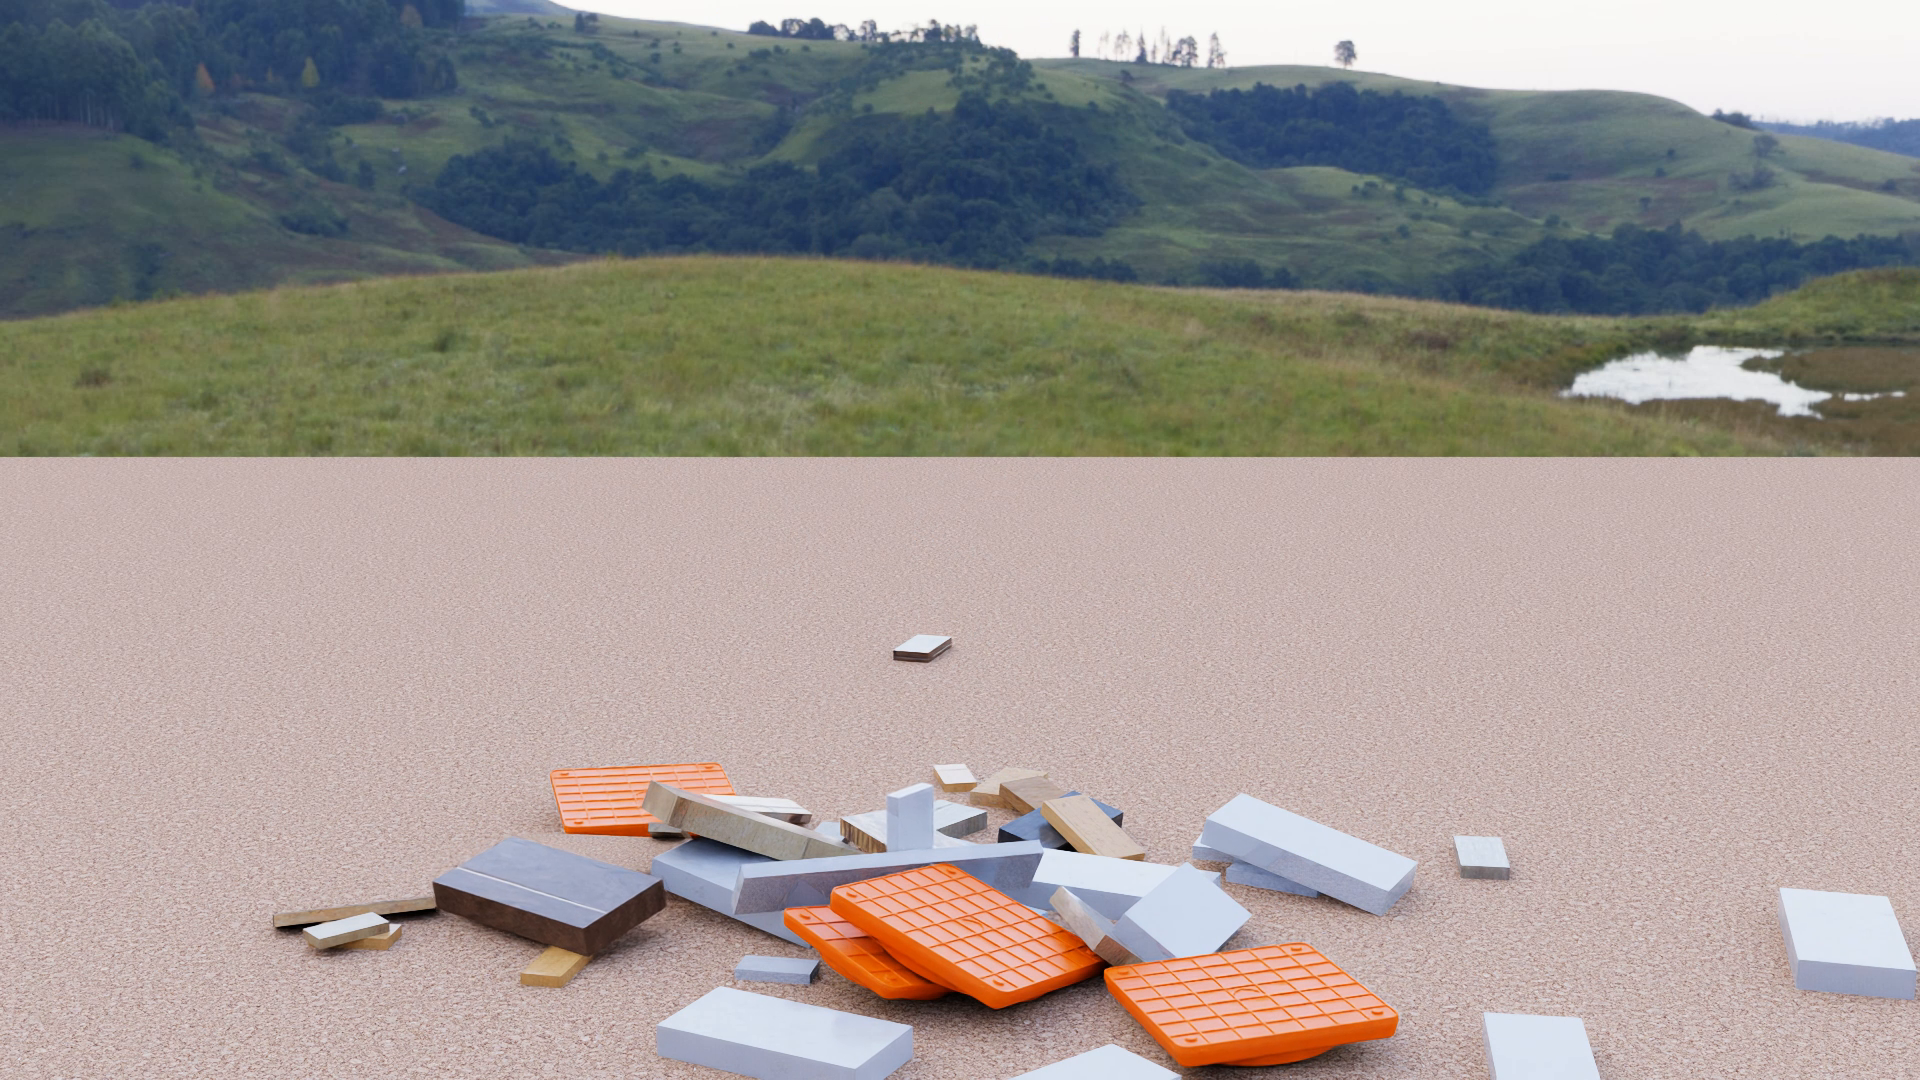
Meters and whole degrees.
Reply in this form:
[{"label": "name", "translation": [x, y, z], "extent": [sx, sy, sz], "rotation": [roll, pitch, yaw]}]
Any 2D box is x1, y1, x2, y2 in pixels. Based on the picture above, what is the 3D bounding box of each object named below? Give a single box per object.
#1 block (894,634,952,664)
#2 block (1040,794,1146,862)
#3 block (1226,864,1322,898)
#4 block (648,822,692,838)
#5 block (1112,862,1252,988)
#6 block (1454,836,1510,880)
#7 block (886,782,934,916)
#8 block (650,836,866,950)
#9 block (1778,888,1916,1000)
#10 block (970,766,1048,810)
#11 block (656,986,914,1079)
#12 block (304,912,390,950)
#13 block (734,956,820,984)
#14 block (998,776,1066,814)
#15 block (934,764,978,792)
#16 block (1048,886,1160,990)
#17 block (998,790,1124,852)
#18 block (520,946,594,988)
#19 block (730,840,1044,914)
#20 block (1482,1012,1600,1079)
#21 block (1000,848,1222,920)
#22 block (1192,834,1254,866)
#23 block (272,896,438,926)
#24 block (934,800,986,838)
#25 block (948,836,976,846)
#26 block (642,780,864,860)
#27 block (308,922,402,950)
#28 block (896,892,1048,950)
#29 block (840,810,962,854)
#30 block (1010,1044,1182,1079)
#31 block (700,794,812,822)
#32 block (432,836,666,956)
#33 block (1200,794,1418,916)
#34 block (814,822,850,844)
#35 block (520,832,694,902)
[{"label": "block", "translation": [-0.090, 0.264, 5.354], "extent": [0.089, 0.025, 0.177], "rotation": [3, 11, 18]}, {"label": "block", "translation": [0.231, 0.512, 3.846], "extent": [0.093, 0.026, 0.185], "rotation": [-5, 30, -34]}, {"label": "block", "translation": [0.542, 0.569, 3.721], "extent": [0.162, 0.023, 0.081], "rotation": [6, 12, 29]}, {"label": "block", "translation": [-0.501, 0.519, 3.829], "extent": [0.058, 0.016, 0.116], "rotation": [1, -26, 7]}, {"label": "block", "translation": [0.344, 0.590, 3.387], "extent": [0.133, 0.038, 0.265], "rotation": [39, 24, 16]}, {"label": "block", "translation": [0.904, 0.551, 3.816], "extent": [0.081, 0.023, 0.162], "rotation": [1, 11, 8]}, {"label": "block", "translation": [-0.081, 0.504, 3.581], "extent": [0.025, 0.201, 0.089], "rotation": [8, 13, 38]}, {"label": "block", "translation": [-0.326, 0.562, 3.550], "extent": [0.315, 0.045, 0.158], "rotation": [17, 17, 27]}, {"label": "block", "translation": [1.362, 0.618, 3.390], "extent": [0.163, 0.046, 0.326], "rotation": [3, 11, 15]}, {"label": "block", "translation": [0.096, 0.475, 4.218], "extent": [0.089, 0.025, 0.177], "rotation": [5, 12, 24]}, {"label": "block", "translation": [-0.241, 0.688, 3.020], "extent": [0.315, 0.045, 0.158], "rotation": [5, 12, 27]}, {"label": "block", "translation": [-0.956, 0.608, 3.426], "extent": [0.116, 0.016, 0.058], "rotation": [-9, 14, -40]}, {"label": "block", "translation": [-0.275, 0.648, 3.314], "extent": [0.116, 0.016, 0.058], "rotation": [2, 11, 11]}, {"label": "block", "translation": [0.161, 0.490, 4.063], "extent": [0.093, 0.026, 0.185], "rotation": [-6, 21, -31]}, {"label": "block", "translation": [-0.010, 0.465, 4.293], "extent": [0.063, 0.018, 0.126], "rotation": [-2, 11, -11]}, {"label": "block", "translation": [0.217, 0.603, 3.344], "extent": [0.110, 0.031, 0.221], "rotation": [38, -1, -18]}, {"label": "block", "translation": [0.180, 0.512, 3.910], "extent": [0.112, 0.032, 0.224], "rotation": [20, 24, 34]}, {"label": "block", "translation": [-0.609, 0.644, 3.330], "extent": [0.064, 0.018, 0.128], "rotation": [2, 11, 13]}, {"label": "block", "translation": [-0.111, 0.532, 3.474], "extent": [0.498, 0.093, 0.026], "rotation": [-2, 45, -22]}, {"label": "block", "translation": [0.760, 0.728, 2.821], "extent": [0.133, 0.038, 0.517], "rotation": [2, 11, 9]}, {"label": "block", "translation": [0.249, 0.574, 3.629], "extent": [0.326, 0.046, 0.163], "rotation": [5, 11, 24]}, {"label": "block", "translation": [0.488, 0.533, 3.785], "extent": [0.162, 0.023, 0.081], "rotation": [4, 11, 18]}, {"label": "block", "translation": [-0.968, 0.596, 3.537], "extent": [0.260, 0.018, 0.064], "rotation": [-4, -6, -20]}, {"label": "block", "translation": [-0.066, 0.519, 3.963], "extent": [0.112, 0.032, 0.224], "rotation": [9, 14, 40]}, {"label": "block", "translation": [-0.076, 0.554, 3.775], "extent": [0.110, 0.031, 0.221], "rotation": [8, 13, 37]}, {"label": "block", "translation": [-0.344, 0.487, 3.672], "extent": [0.346, 0.049, 0.173], "rotation": [21, -5, -22]}, {"label": "block", "translation": [-0.950, 0.621, 3.453], "extent": [0.128, 0.018, 0.064], "rotation": [1, 11, 7]}, {"label": "block", "translation": [0.019, 0.601, 3.523], "extent": [0.221, 0.031, 0.110], "rotation": [8, 13, 38]}, {"label": "block", "translation": [-0.092, 0.521, 3.778], "extent": [0.112, 0.032, 0.281], "rotation": [-6, 12, -29]}, {"label": "block", "translation": [0.144, 0.724, 2.845], "extent": [0.266, 0.038, 0.133], "rotation": [-8, 13, -38]}, {"label": "block", "translation": [-0.367, 0.484, 3.959], "extent": [0.063, 0.018, 0.249], "rotation": [27, 8, 35]}, {"label": "block", "translation": [-0.654, 0.562, 3.496], "extent": [0.347, 0.049, 0.173], "rotation": [8, 24, 36]}, {"label": "block", "translation": [0.586, 0.525, 3.692], "extent": [0.326, 0.046, 0.163], "rotation": [20, 18, 24]}, {"label": "block", "translation": [-0.232, 0.533, 3.928], "extent": [0.063, 0.018, 0.126], "rotation": [2, 11, 12]}, {"label": "block", "translation": [-0.597, 0.553, 3.733], "extent": [0.347, 0.049, 0.173], "rotation": [1, 11, 7]}]
